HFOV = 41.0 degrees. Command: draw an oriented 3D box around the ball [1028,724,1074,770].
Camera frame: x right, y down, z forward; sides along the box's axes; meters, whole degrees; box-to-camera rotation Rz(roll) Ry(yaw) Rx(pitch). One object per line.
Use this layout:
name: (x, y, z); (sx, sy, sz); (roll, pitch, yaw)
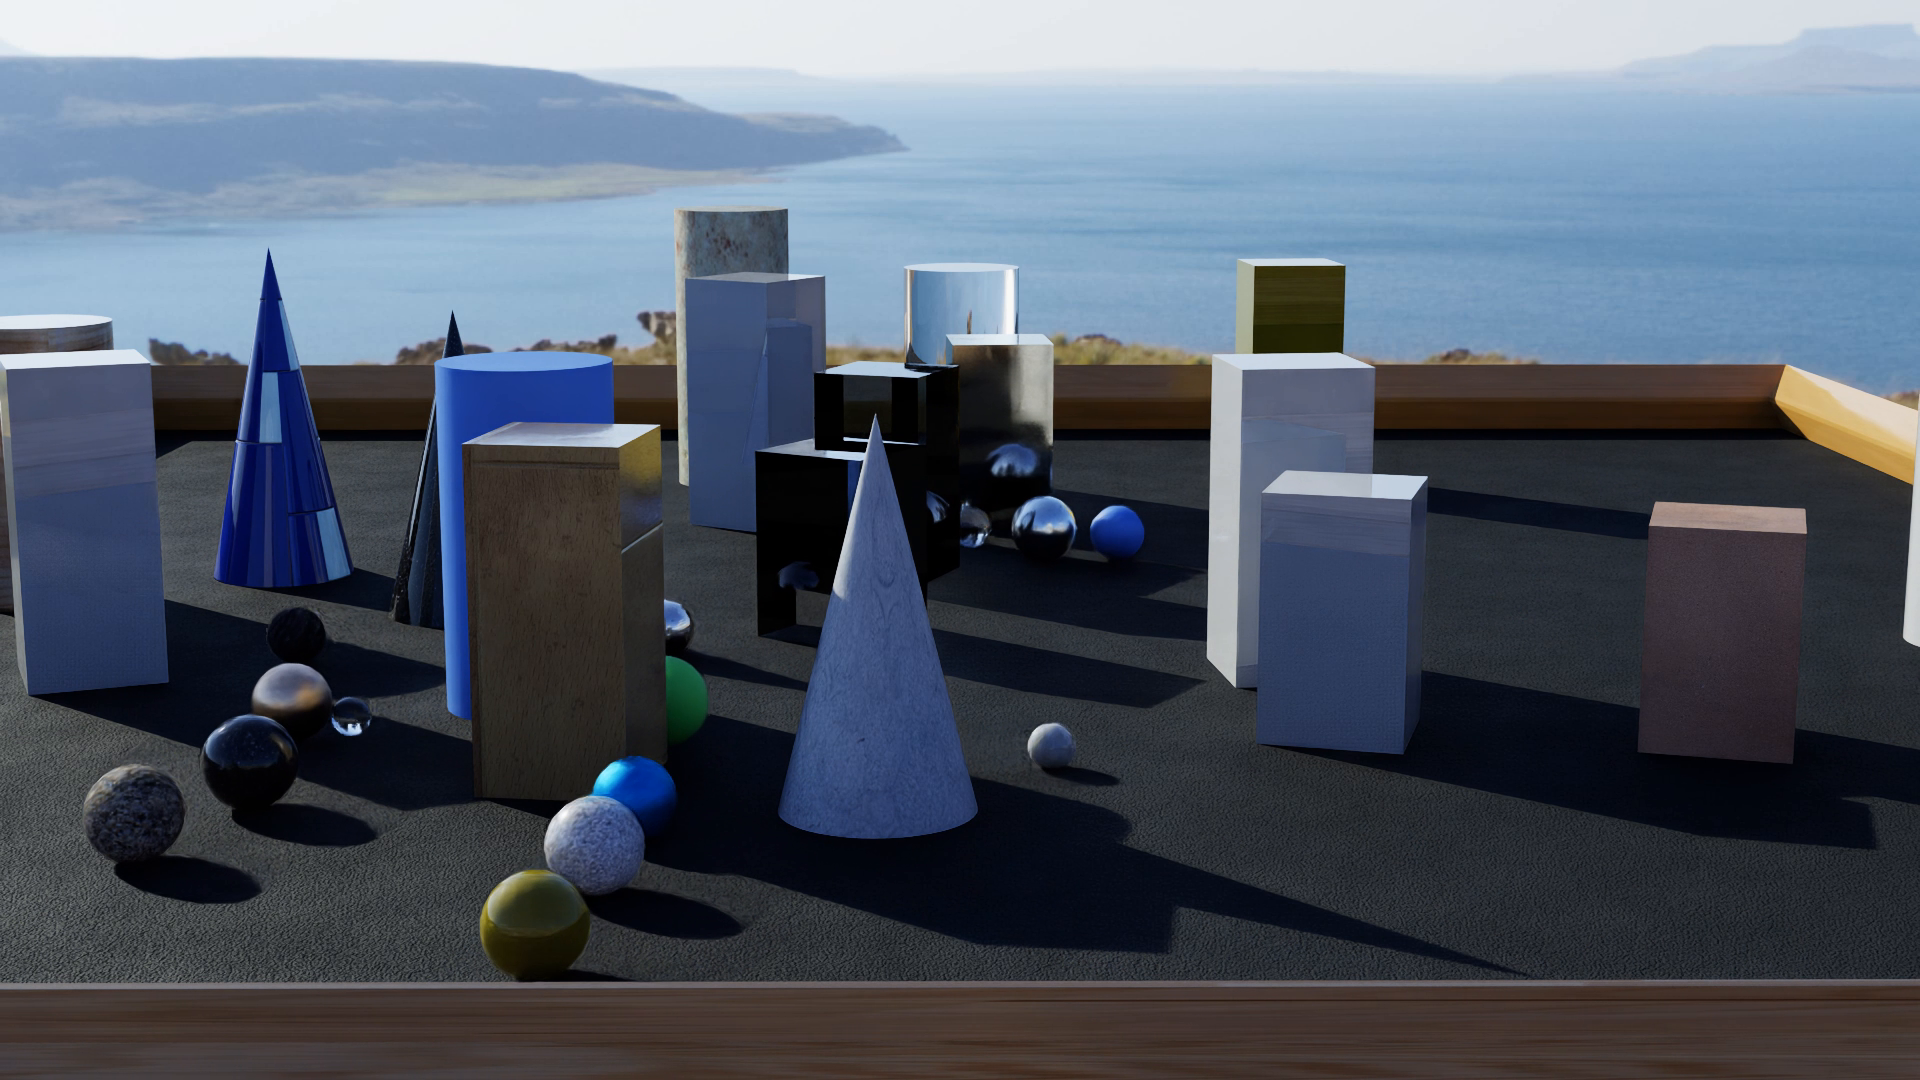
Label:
ball: (0.095, 0.216, 2.688); (0.048, 0.048, 0.048); (0, 10, 0)

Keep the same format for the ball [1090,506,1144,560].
ball: (0.234, -0.010, 3.822); (0.081, 0.081, 0.081); (0, 10, 0)

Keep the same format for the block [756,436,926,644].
block: (-0.152, 0.001, 3.320); (0.159, 0.242, 0.159); (6, 12, 30)

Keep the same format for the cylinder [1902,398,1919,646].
cylinder: (1.312, -0.097, 3.242); (0.199, 0.463, 0.199); (0, 10, 0)

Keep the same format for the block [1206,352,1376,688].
block: (0.396, -0.027, 3.093); (0.159, 0.379, 0.159); (-1, 11, -7)

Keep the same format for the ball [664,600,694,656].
ball: (-0.368, 0.109, 3.201); (0.071, 0.071, 0.071); (0, 10, 0)

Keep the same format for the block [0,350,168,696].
block: (-1.051, -0.026, 3.073); (0.159, 0.384, 0.159); (-5, 11, -23)

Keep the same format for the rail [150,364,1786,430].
rail: (-0.010, -0.286, 5.171); (3.369, 0.129, 0.045); (0, 10, 0)

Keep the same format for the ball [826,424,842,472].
ball: (-0.259, -0.164, 4.615); (0.095, 0.095, 0.095); (0, 10, 0)

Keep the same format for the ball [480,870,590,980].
ball: (-0.343, 0.310, 2.070); (0.089, 0.089, 0.089); (0, 10, 0)

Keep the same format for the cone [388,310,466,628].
cone: (-0.671, -0.104, 3.426); (0.199, 0.409, 0.199); (0, 10, 0)

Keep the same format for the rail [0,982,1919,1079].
rail: (0.010, 0.352, 1.726); (3.369, 0.129, 0.045); (0, 10, 0)

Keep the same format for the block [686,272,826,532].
block: (-0.325, -0.224, 4.114); (0.159, 0.394, 0.159); (6, 12, 31)

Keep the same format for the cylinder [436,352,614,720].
cylinder: (-0.492, -0.007, 2.932); (0.199, 0.397, 0.199); (0, 10, 0)

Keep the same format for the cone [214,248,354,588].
cone: (-0.981, -0.184, 3.682); (0.199, 0.474, 0.199); (0, 10, 0)

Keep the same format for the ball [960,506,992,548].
ball: (0.016, -0.020, 3.919); (0.064, 0.064, 0.064); (0, 10, 0)

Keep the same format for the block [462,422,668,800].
block: (-0.400, 0.070, 2.621); (0.159, 0.360, 0.159); (1, 11, 8)

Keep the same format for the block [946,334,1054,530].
block: (0.062, -0.176, 4.132); (0.159, 0.294, 0.159); (-1, 11, -4)

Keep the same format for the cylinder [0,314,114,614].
cylinder: (-1.254, -0.108, 3.516); (0.199, 0.384, 0.199); (0, 10, 0)

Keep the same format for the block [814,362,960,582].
block: (-0.104, -0.099, 3.704); (0.159, 0.297, 0.159); (4, 11, 21)

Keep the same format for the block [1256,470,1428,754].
block: (0.421, 0.076, 2.819); (0.159, 0.277, 0.159); (3, 11, 16)

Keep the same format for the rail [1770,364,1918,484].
rail: (1.661, 0.031, 3.458); (0.045, 0.129, 3.551); (0, 10, 0)

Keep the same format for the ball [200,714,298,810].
ball: (-0.704, 0.220, 2.541); (0.094, 0.094, 0.094); (0, 10, 0)

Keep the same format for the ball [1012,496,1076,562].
ball: (0.125, -0.017, 3.814); (0.097, 0.097, 0.097); (0, 10, 0)

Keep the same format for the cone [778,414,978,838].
cone: (-0.082, 0.072, 2.510); (0.199, 0.396, 0.199); (0, 10, 0)

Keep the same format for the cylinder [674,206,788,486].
cylinder: (-0.399, -0.342, 4.517); (0.199, 0.480, 0.199); (0, 10, 0)

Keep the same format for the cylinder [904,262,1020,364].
cylinder: (0.002, -0.280, 4.445); (0.199, 0.384, 0.199); (0, 10, 0)

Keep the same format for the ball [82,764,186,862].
ball: (-0.764, 0.253, 2.373); (0.090, 0.090, 0.090); (0, 10, 0)

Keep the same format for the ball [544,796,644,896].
ball: (-0.325, 0.271, 2.278); (0.089, 0.089, 0.089); (0, 10, 0)

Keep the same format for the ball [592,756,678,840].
ball: (-0.309, 0.246, 2.440); (0.080, 0.080, 0.080); (0, 10, 0)

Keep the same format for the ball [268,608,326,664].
ball: (-0.818, 0.118, 3.163); (0.068, 0.068, 0.068); (0, 10, 0)

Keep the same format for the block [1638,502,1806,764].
block: (0.827, 0.097, 2.785); (0.159, 0.247, 0.159); (3, 11, 17)

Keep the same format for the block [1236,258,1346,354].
block: (0.577, -0.295, 4.516); (0.159, 0.388, 0.159); (-1, 11, -5)

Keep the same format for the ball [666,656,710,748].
ball: (-0.320, 0.174, 2.773); (0.099, 0.099, 0.099); (0, 10, 0)

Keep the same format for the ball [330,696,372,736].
ball: (-0.670, 0.194, 2.821); (0.043, 0.043, 0.043); (0, 10, 0)

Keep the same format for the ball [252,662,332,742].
ball: (-0.728, 0.177, 2.796); (0.086, 0.086, 0.086); (0, 10, 0)
